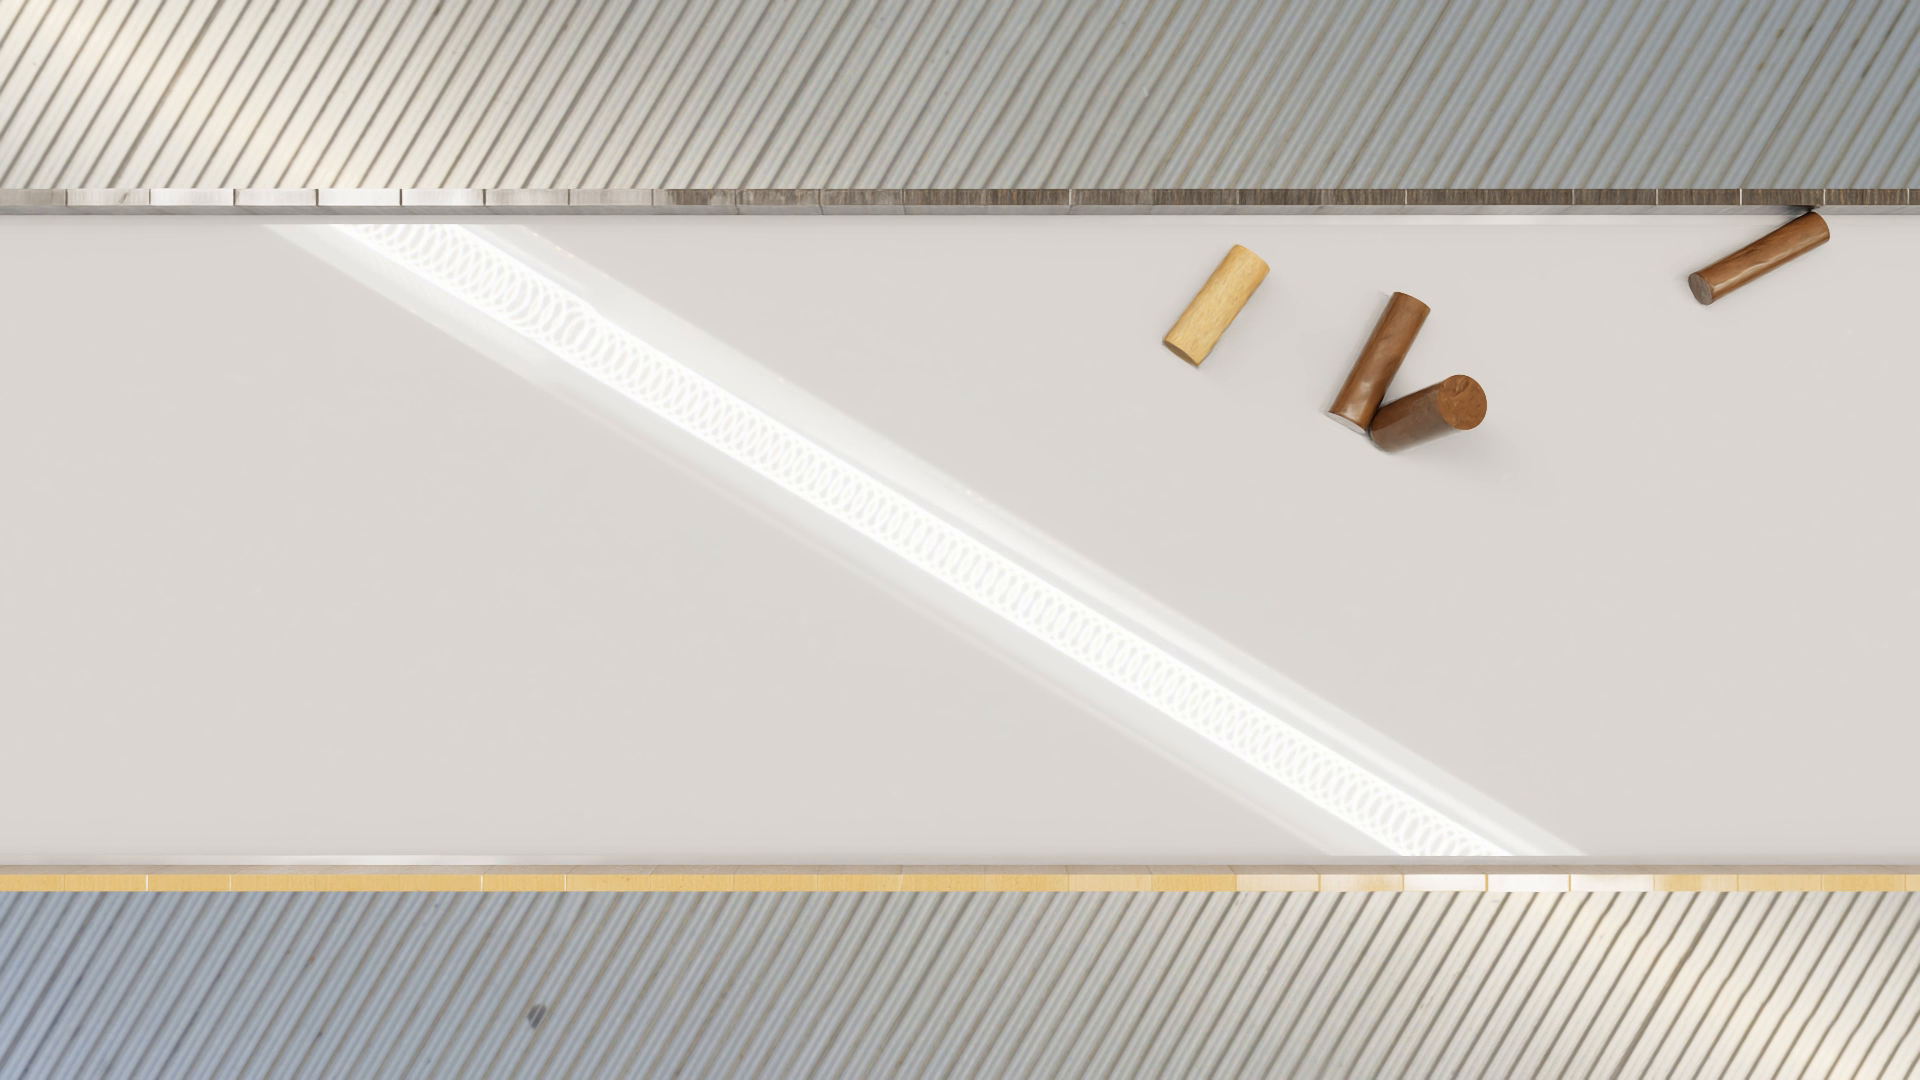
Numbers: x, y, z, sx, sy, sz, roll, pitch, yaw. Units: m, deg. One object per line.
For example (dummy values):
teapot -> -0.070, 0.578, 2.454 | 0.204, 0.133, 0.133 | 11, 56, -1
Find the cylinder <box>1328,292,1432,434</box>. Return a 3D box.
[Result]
cylinder -> 1.273, -0.540, 5.012 | 0.128, 0.128, 0.418 | 29, 90, 0

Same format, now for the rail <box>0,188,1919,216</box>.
rail -> -2.247, -1.025, 5.002 | 12.000, 0.150, 0.050 | 0, 90, 0

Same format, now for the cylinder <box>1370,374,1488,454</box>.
cylinder -> 1.377, -0.367, 4.872 | 0.162, 0.378, 0.162 | 2, 82, -16

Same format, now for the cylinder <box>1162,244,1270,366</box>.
cylinder -> 0.779, -0.711, 5.010 | 0.134, 0.134, 0.363 | 37, 90, 0

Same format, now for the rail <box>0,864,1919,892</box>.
rail -> -2.247, 1.025, 5.001 | 12.000, 0.150, 0.050 | 0, 90, 0

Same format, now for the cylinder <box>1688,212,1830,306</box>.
cylinder -> 2.432, -0.857, 5.021 | 0.404, 0.110, 0.110 | -28, 90, 0
